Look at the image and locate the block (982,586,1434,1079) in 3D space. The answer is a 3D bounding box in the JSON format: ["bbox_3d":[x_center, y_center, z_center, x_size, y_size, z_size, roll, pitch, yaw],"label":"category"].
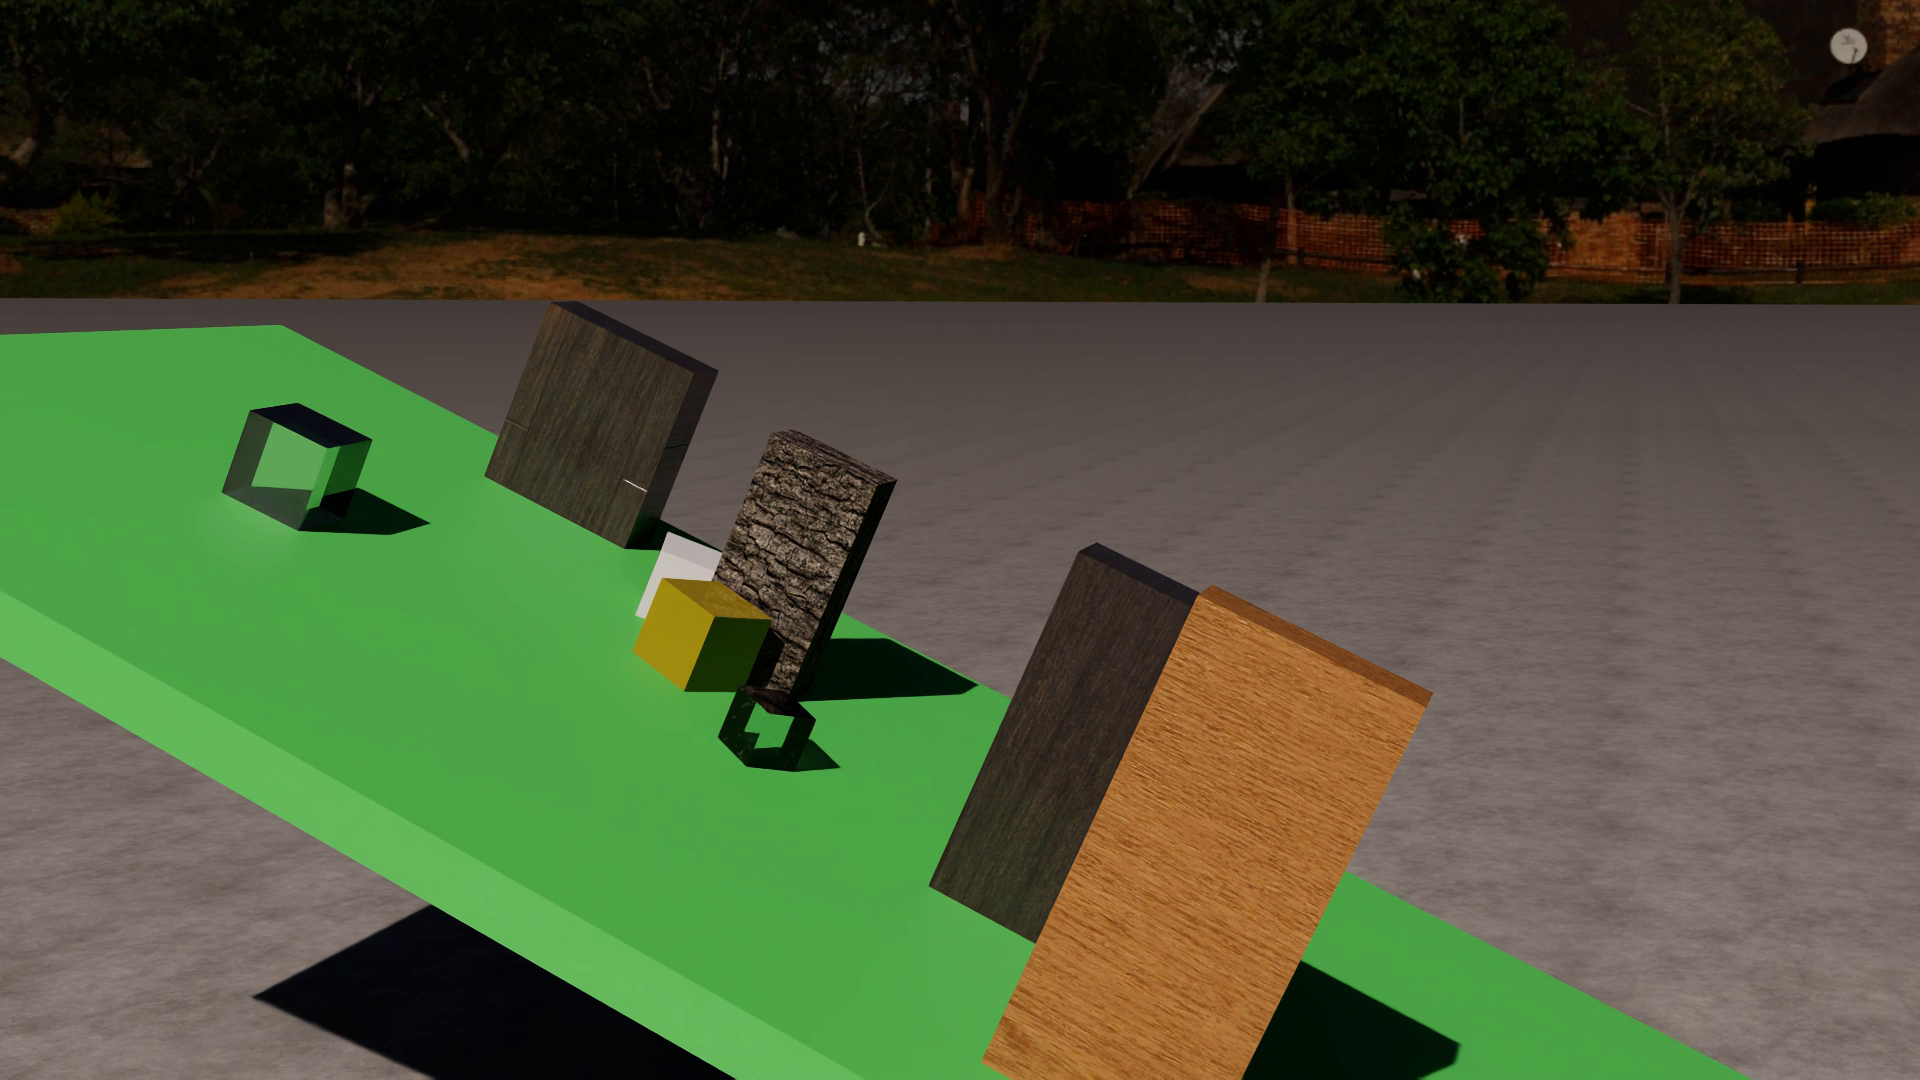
[{"bbox_3d":[0.355,0.503,3.232,0.353,0.792,0.111,26,13,13],"label":"block"}]

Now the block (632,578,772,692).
[{"bbox_3d":[-0.511,0.190,4.363,0.165,0.165,0.165,33,16,35],"label":"block"}]

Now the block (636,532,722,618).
[{"bbox_3d":[-0.580,0.097,4.642,0.151,0.151,0.151,22,13,-8],"label":"block"}]

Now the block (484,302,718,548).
[{"bbox_3d":[-0.821,-0.266,5.026,0.384,0.437,0.138,26,13,13],"label":"block"}]

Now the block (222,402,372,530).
[{"bbox_3d":[-1.299,-0.146,4.313,0.176,0.176,0.176,26,13,9],"label":"block"}]

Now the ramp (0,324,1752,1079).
[{"bbox_3d":[-0.280,0.485,4.179,4.000,0.100,2.000,26,13,13],"label":"ramp"}]

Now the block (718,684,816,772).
[{"bbox_3d":[-0.360,0.352,4.101,0.112,0.112,0.112,12,18,-41],"label":"block"}]

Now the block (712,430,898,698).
[{"bbox_3d":[-0.346,0.050,4.480,0.244,0.488,0.125,26,13,13],"label":"block"}]

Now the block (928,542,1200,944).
[{"bbox_3d":[0.232,0.376,3.814,0.321,0.659,0.134,26,13,13],"label":"block"}]
